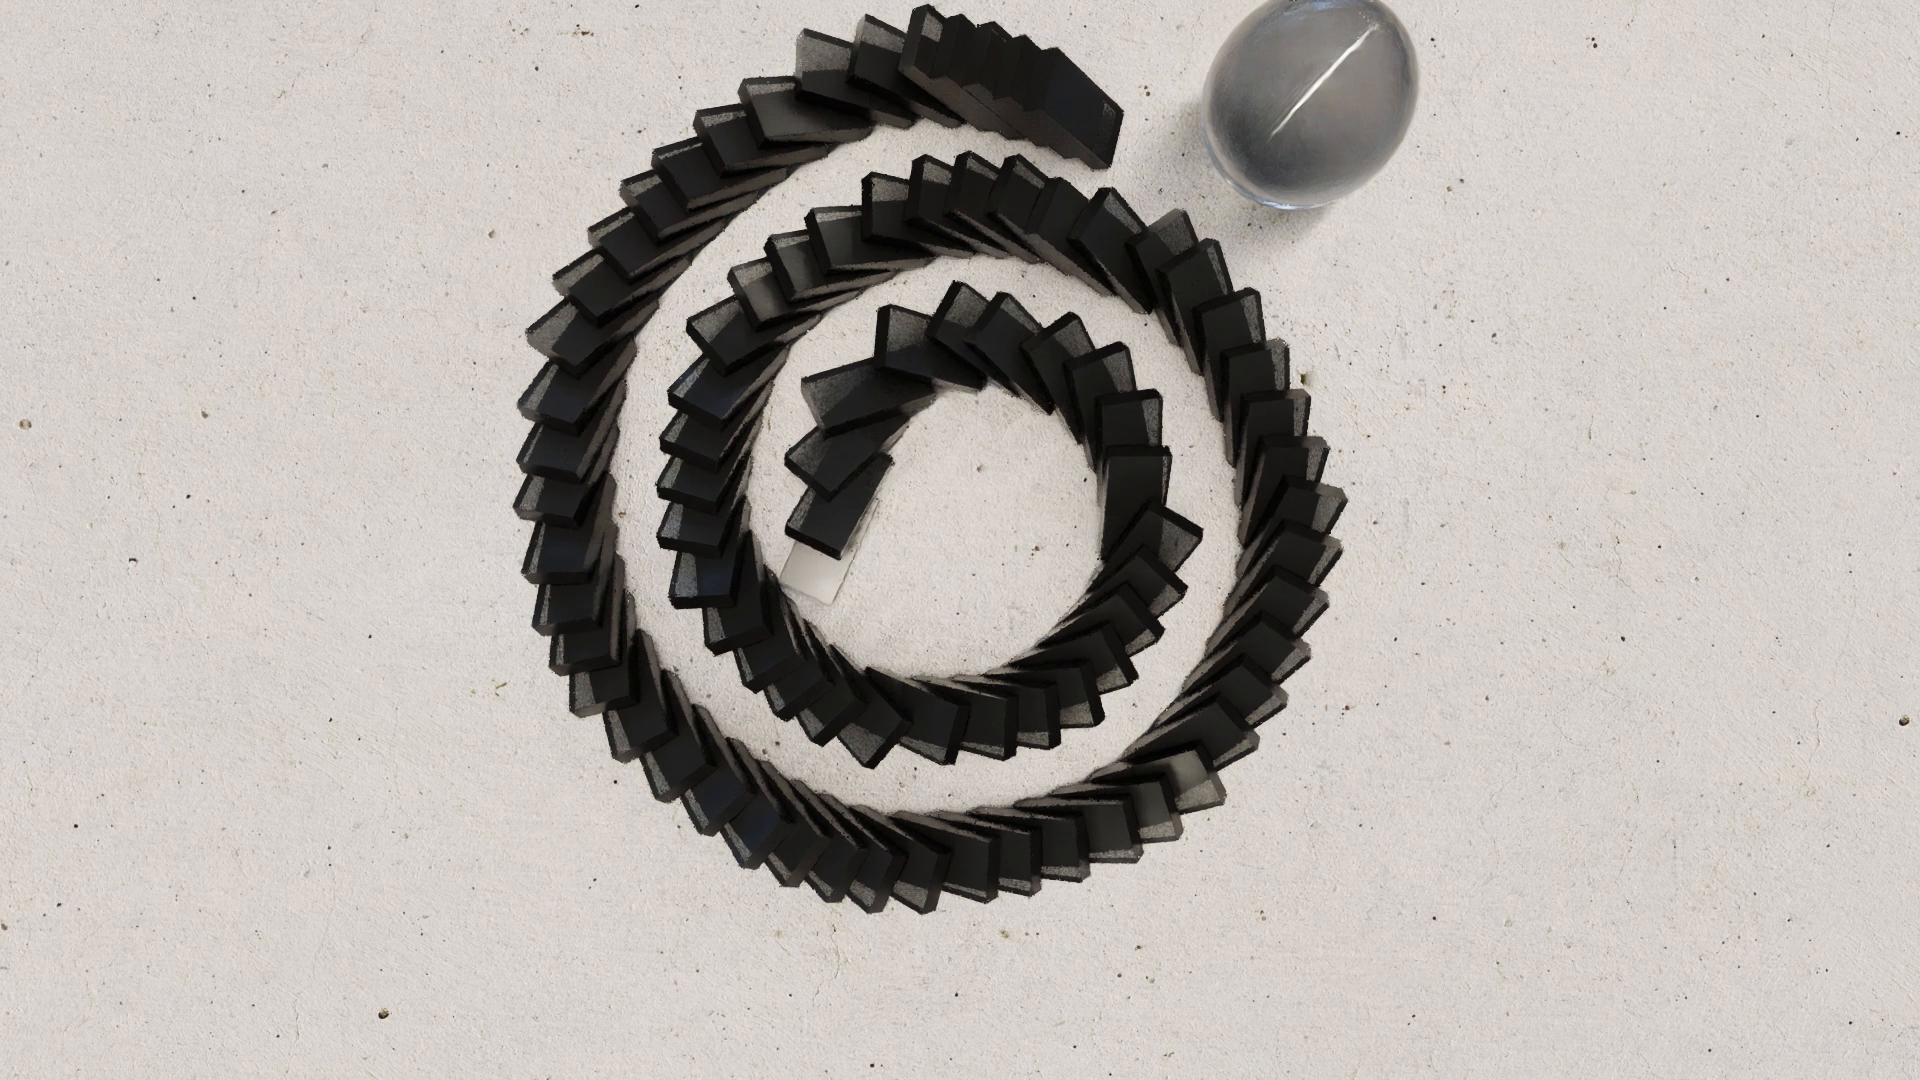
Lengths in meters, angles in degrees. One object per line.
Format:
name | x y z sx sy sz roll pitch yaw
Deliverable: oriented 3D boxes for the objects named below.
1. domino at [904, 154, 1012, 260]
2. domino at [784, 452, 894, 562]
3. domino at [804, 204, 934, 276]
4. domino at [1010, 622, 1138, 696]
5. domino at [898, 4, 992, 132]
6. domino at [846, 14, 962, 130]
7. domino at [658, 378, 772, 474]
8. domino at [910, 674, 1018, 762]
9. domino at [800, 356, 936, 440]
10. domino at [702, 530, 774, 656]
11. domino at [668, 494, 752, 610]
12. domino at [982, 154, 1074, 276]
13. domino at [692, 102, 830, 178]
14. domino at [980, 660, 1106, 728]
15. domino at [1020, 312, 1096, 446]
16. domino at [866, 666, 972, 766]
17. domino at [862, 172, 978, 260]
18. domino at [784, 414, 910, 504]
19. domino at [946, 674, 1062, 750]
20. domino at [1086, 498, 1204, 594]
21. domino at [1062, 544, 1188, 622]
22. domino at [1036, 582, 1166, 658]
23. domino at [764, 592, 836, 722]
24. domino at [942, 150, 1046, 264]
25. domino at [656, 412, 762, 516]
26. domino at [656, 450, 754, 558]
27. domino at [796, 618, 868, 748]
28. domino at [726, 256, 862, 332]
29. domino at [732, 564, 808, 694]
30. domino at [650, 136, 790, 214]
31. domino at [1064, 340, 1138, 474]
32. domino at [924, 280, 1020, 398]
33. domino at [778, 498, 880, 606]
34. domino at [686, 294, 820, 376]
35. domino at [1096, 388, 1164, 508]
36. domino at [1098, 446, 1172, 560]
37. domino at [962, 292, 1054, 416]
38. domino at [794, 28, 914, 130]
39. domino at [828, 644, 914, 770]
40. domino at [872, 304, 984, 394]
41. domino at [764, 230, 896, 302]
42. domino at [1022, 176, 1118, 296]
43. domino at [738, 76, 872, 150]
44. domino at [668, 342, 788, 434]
domino | 0.002 -0.138 0.381 0.050 0.010 0.025 9 88 -37
domino | -0.050 -0.019 0.382 0.025 0.009 0.050 26 62 1
domino | -0.037 -0.126 0.382 0.050 0.009 0.025 -17 87 -34
domino | 0.046 0.054 0.380 0.050 0.010 0.025 -27 92 40
domino | -0.002 -0.194 0.379 0.009 0.050 0.025 14 90 44
domino | -0.021 -0.196 0.384 0.050 0.009 0.025 11 90 -28
domino | -0.101 -0.053 0.382 0.025 0.010 0.050 22 56 2
domino | 0.000 0.073 0.380 0.050 0.010 0.025 6 97 36
domino | -0.038 -0.062 0.384 0.050 0.009 0.025 -21 73 -21
domino | -0.094 0.021 0.381 0.025 0.009 0.050 -19 53 3
domino | -0.103 0.004 0.381 0.025 0.010 0.050 -3 55 4
domino | 0.035 -0.134 0.381 0.050 0.009 0.025 24 85 -36
domino | -0.082 -0.169 0.383 0.050 0.010 0.025 -27 89 -31
domino | 0.034 0.065 0.380 0.050 0.009 0.025 -11 95 38
domino | 0.048 -0.067 0.382 0.025 0.010 0.050 -35 124 0
domino | -0.021 0.072 0.381 0.050 0.009 0.025 17 93 35
domino | -0.016 -0.135 0.383 0.050 0.009 0.025 -1 90 -33
domino | -0.047 -0.041 0.383 0.025 0.009 0.050 39 63 8
domino | 0.017 0.071 0.380 0.050 0.009 0.025 -1 96 37
domino | 0.076 0.009 0.381 0.025 0.009 0.050 30 126 -2
domino | 0.068 0.027 0.381 0.025 0.010 0.050 43 127 0
domino | 0.058 0.041 0.380 0.025 0.010 0.050 50 131 -1
domino | -0.073 0.048 0.380 0.025 0.010 0.050 -36 51 2
domino | 0.018 -0.137 0.380 0.050 0.009 0.025 16 85 -37
domino | -0.104 -0.036 0.382 0.025 0.010 0.050 17 56 0
domino | -0.105 -0.017 0.382 0.025 0.010 0.050 10 56 0
domino | -0.061 0.058 0.380 0.025 0.010 0.050 -42 51 1
domino | -0.069 -0.108 0.384 0.050 0.010 0.025 -28 90 -29
domino | -0.083 0.036 0.380 0.025 0.010 0.050 -32 51 3
domino | -0.100 -0.156 0.382 0.050 0.009 0.025 -35 88 -31
domino | 0.061 -0.055 0.381 0.025 0.009 0.050 -22 125 -4
domino | 0.011 -0.083 0.382 0.050 0.009 0.025 29 90 -35
domino | -0.056 0.000 0.395 0.025 0.010 0.050 24 90 0
domino | -0.086 -0.091 0.383 0.050 0.009 0.025 -39 87 -30
domino | 0.070 -0.037 0.382 0.025 0.010 0.050 -9 123 -4
domino | 0.072 -0.015 0.383 0.025 0.010 0.050 0 123 0
domino | 0.027 -0.077 0.381 0.050 0.009 0.025 37 87 -35
domino | -0.043 -0.192 0.384 0.050 0.009 0.025 2 89 -29
domino | -0.045 0.069 0.383 0.050 0.009 0.025 40 90 31
domino | -0.012 -0.079 0.380 0.050 0.009 0.025 7 86 -38
domino | -0.054 -0.117 0.382 0.050 0.009 0.025 -24 88 -34
domino | 0.051 -0.125 0.381 0.050 0.010 0.025 25 88 -36
domino | -0.064 -0.180 0.383 0.050 0.010 0.025 -21 90 -30
domino | -0.096 -0.069 0.381 0.025 0.009 0.050 28 57 4
